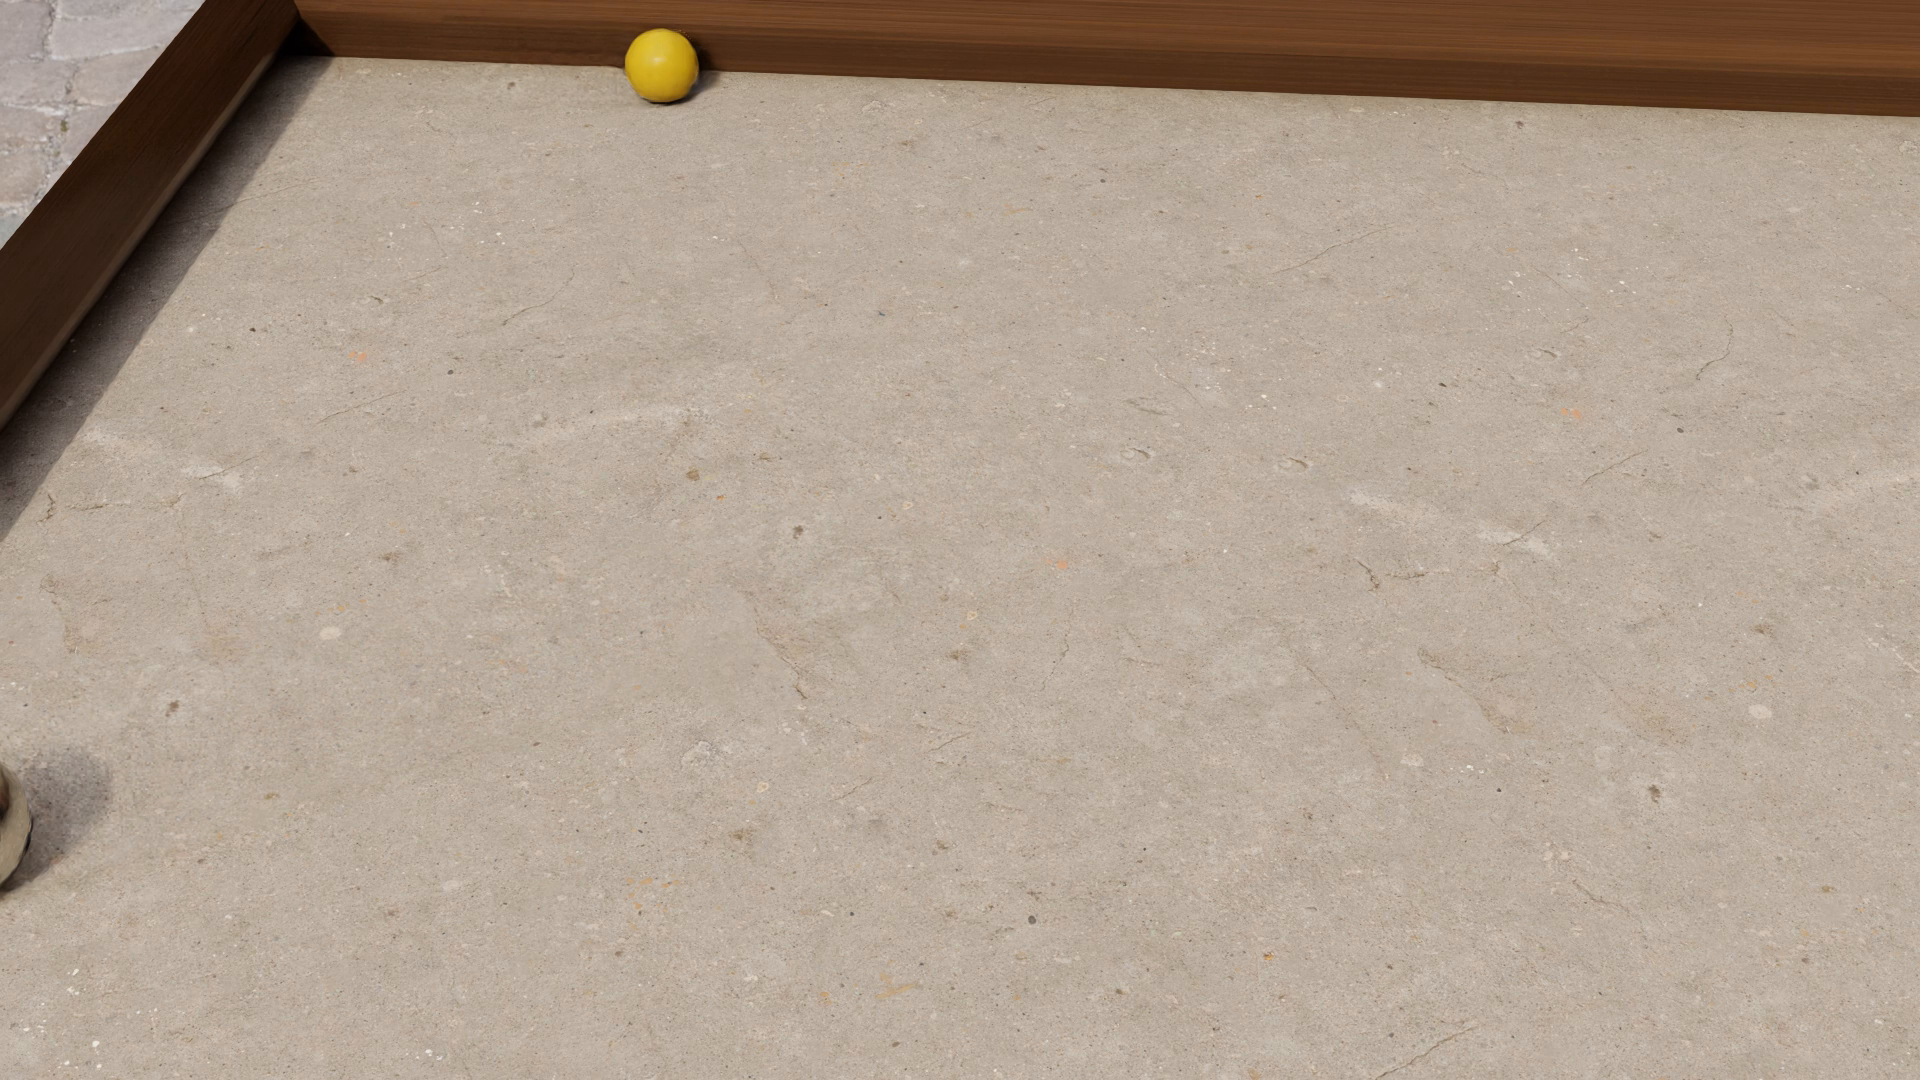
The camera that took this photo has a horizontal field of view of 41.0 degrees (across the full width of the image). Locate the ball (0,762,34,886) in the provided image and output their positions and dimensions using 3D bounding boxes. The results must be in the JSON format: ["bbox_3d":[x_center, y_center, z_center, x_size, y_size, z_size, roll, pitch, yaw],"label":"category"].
[{"bbox_3d":[-0.625,0.176,1.586,0.098,0.098,0.098,0,35,0],"label":"ball"}]

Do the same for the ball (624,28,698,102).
[{"bbox_3d":[-0.294,-0.467,2.527,0.072,0.072,0.072,0,35,0],"label":"ball"}]

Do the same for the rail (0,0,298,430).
[{"bbox_3d":[-0.754,-0.064,1.902,0.045,0.127,1.708,3,35,4],"label":"rail"}]

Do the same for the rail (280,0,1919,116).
[{"bbox_3d":[0.851,-0.460,2.467,3.122,0.127,0.045,3,35,4],"label":"rail"}]
